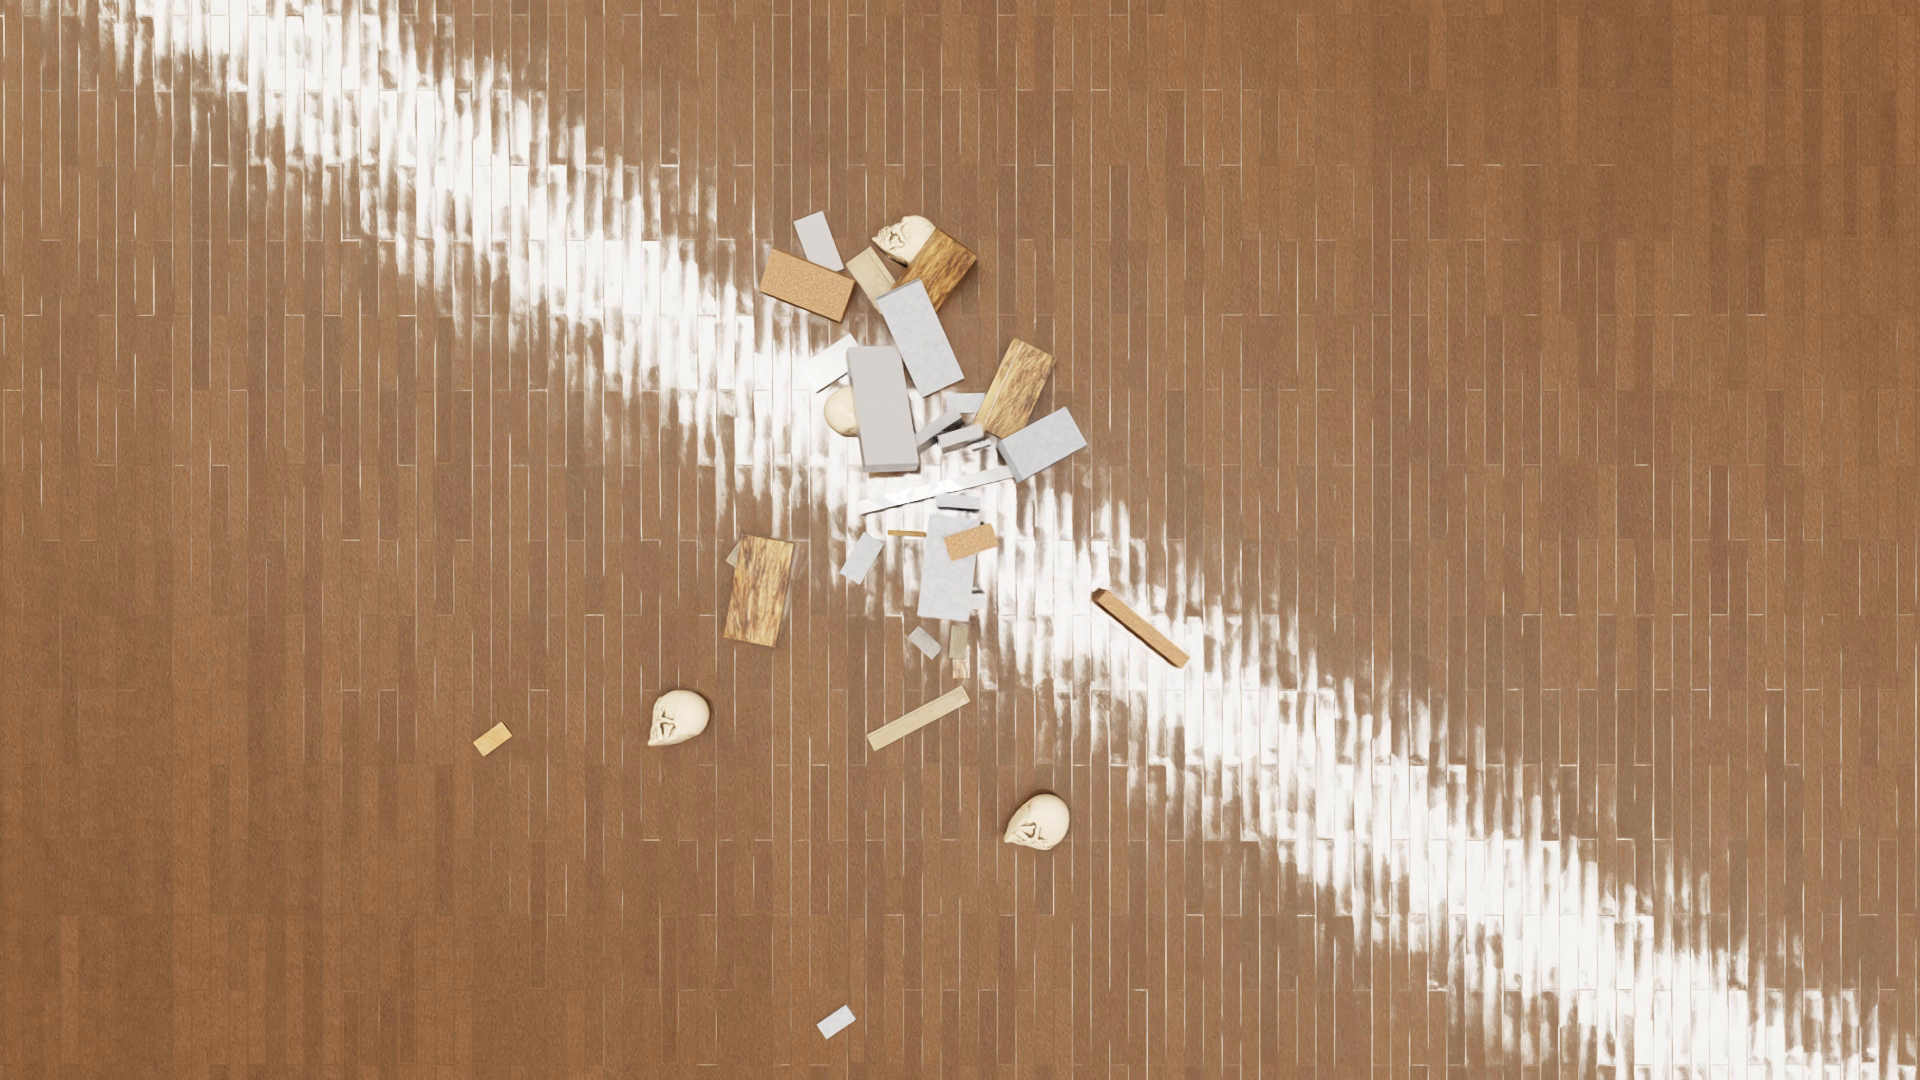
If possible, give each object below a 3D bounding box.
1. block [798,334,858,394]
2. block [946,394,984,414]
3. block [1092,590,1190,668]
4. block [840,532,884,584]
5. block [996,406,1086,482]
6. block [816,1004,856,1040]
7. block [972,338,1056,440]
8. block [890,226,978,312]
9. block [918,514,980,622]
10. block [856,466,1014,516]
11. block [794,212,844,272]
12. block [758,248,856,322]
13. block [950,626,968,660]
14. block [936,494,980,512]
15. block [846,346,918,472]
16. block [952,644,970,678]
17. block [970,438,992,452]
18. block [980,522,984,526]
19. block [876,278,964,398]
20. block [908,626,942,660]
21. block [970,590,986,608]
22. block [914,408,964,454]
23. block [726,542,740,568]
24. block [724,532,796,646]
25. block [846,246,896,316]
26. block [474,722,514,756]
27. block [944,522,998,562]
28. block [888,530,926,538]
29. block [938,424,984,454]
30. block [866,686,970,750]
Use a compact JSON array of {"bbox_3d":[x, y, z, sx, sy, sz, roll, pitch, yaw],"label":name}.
[{"bbox_3d":[-0.421,-0.587,5.486,0.204,0.029,0.102,-33,90,0],"label":"block"},{"bbox_3d":[0.019,-0.455,5.491,0.128,0.018,0.064,-1,90,0],"label":"block"},{"bbox_3d":[0.593,0.291,5.412,0.347,0.174,0.049,39,88,0],"label":"block"},{"bbox_3d":[-0.326,0.061,5.489,0.078,0.022,0.157,31,90,0],"label":"block"},{"bbox_3d":[0.268,-0.314,5.407,0.291,0.041,0.145,-29,90,-31],"label":"block"},{"bbox_3d":[-0.411,1.603,5.492,0.117,0.017,0.059,-34,90,0],"label":"block"},{"bbox_3d":[0.178,-0.493,5.467,0.158,0.045,0.316,25,90,-8],"label":"block"},{"bbox_3d":[-0.104,-0.850,5.401,0.158,0.045,0.316,30,108,-28],"label":"block"},{"bbox_3d":[-0.035,0.086,5.157,0.160,0.045,0.320,7,90,0],"label":"block"},{"bbox_3d":[-0.083,-0.164,5.427,0.518,0.145,0.041,-14,90,0],"label":"block"},{"bbox_3d":[-0.469,-0.978,5.486,0.102,0.029,0.204,-21,90,0],"label":"block"},{"bbox_3d":[-0.505,-0.845,5.458,0.291,0.041,0.145,21,108,0],"label":"block"},{"bbox_3d":[-0.005,0.340,5.479,0.054,0.015,0.109,5,76,1],"label":"block"},{"bbox_3d":[-0.005,-0.119,5.359,0.140,0.281,0.040,4,89,0],"label":"block"},{"bbox_3d":[-0.255,-0.429,5.359,0.174,0.049,0.446,-3,63,-15],"label":"block"},{"bbox_3d":[0.004,0.404,5.492,0.054,0.015,0.109,-1,90,0],"label":"block"},{"bbox_3d":[0.069,-0.312,5.436,0.064,0.128,0.018,-16,90,0],"label":"block"},{"bbox_3d":[-0.001,-0.030,5.340,0.160,0.320,0.045,-5,90,0],"label":"block"},{"bbox_3d":[-0.131,-0.662,5.411,0.158,0.045,0.360,-25,112,0],"label":"block"},{"bbox_3d":[-0.115,0.341,5.492,0.109,0.015,0.054,44,90,0],"label":"block"},{"bbox_3d":[0.001,0.192,5.340,0.160,0.320,0.045,-1,91,0],"label":"block"},{"bbox_3d":[-0.117,-0.331,5.428,0.281,0.140,0.040,-34,83,0],"label":"block"},{"bbox_3d":[-0.692,0.082,5.489,0.157,0.022,0.078,35,90,0],"label":"block"},{"bbox_3d":[-0.662,0.165,5.454,0.174,0.049,0.347,11,96,3],"label":"block"},{"bbox_3d":[-0.279,-0.861,5.486,0.102,0.029,0.204,-35,90,0],"label":"block"},{"bbox_3d":[-1.554,0.662,5.492,0.117,0.017,0.059,-36,90,0],"label":"block"},{"bbox_3d":[0.035,0.006,5.124,0.157,0.022,0.078,-18,90,0],"label":"block"},{"bbox_3d":[-0.176,-0.022,5.468,0.128,0.064,0.018,3,90,0],"label":"block"},{"bbox_3d":[0.003,-0.328,5.359,0.140,0.281,0.040,-17,89,0],"label":"block"},{"bbox_3d":[-0.139,0.593,5.492,0.357,0.017,0.058,-28,90,0],"label":"block"}]
